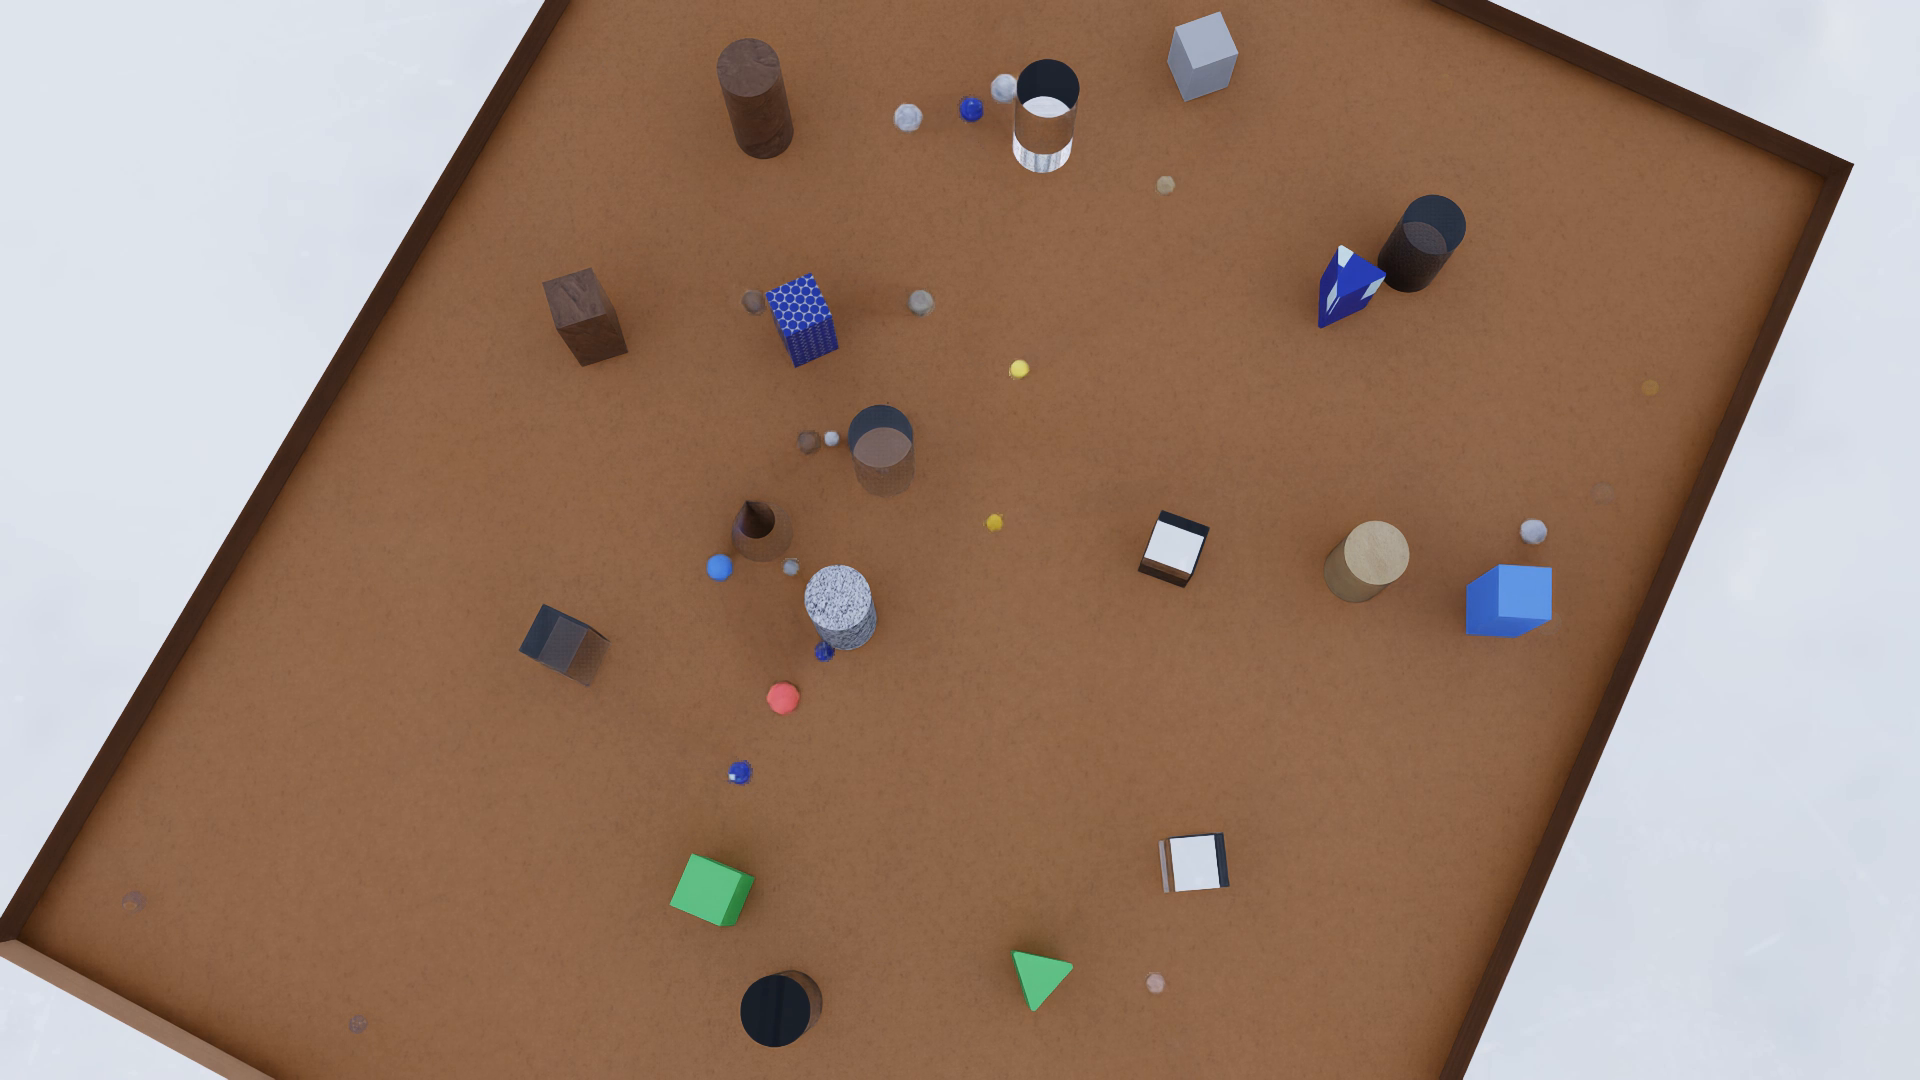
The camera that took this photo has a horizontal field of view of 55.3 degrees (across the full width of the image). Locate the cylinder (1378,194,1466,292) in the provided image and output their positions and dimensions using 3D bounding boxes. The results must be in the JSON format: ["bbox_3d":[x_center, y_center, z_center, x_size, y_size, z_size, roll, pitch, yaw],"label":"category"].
[{"bbox_3d":[1.415,-0.906,5.630,0.189,0.341,0.189,0,78,0],"label":"cylinder"}]

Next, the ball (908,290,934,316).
[{"bbox_3d":[-0.124,-0.742,5.729,0.080,0.080,0.080,0,78,0],"label":"ball"}]

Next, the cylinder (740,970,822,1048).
[{"bbox_3d":[-0.494,1.305,5.119,0.189,0.445,0.189,0,78,0],"label":"cylinder"}]

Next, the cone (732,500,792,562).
[{"bbox_3d":[-0.606,-0.069,5.408,0.189,0.436,0.189,0,78,0],"label":"cone"}]

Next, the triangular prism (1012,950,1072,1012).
[{"bbox_3d":[0.202,1.214,5.187,0.141,0.350,0.163,42,81,8],"label":"triangular prism"}]

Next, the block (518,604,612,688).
[{"bbox_3d":[-1.155,0.313,5.380,0.151,0.336,0.151,25,79,5],"label":"block"}]

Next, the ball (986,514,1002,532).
[{"bbox_3d":[0.105,-0.052,5.600,0.052,0.052,0.052,0,78,0],"label":"ball"}]

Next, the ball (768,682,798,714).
[{"bbox_3d":[-0.528,0.472,5.471,0.094,0.094,0.094,0,78,0],"label":"ball"}]

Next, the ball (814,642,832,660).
[{"bbox_3d":[-0.409,0.333,5.492,0.054,0.054,0.054,0,78,0],"label":"ball"}]

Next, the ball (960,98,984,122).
[{"bbox_3d":[0.038,-1.371,5.838,0.077,0.077,0.077,0,78,0],"label":"ball"}]

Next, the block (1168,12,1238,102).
[{"bbox_3d":[0.768,-1.531,5.814,0.151,0.234,0.151,-20,79,-4],"label":"block"}]

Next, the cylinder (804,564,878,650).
[{"bbox_3d":[-0.346,0.202,5.376,0.189,0.388,0.189,0,78,0],"label":"cylinder"}]

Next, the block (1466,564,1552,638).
[{"bbox_3d":[1.615,0.183,5.404,0.151,0.342,0.151,4,78,1],"label":"block"}]

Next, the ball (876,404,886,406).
[{"bbox_3d":[-0.243,-0.384,5.658,0.074,0.074,0.074,0,78,0],"label":"ball"}]

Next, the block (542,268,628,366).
[{"bbox_3d":[-1.134,-0.672,5.564,0.151,0.376,0.151,-18,79,-4],"label":"block"}]

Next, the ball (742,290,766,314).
[{"bbox_3d":[-0.645,-0.745,5.732,0.075,0.075,0.075,0,78,0],"label":"ball"}]

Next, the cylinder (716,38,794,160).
[{"bbox_3d":[-0.629,-1.358,5.666,0.189,0.453,0.189,0,78,0],"label":"cylinder"}]

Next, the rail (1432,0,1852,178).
[{"bbox_3d":[1.028,-2.007,5.968,3.940,0.122,0.045,26,80,5],"label":"rail"}]

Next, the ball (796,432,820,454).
[{"bbox_3d":[-0.468,-0.300,5.643,0.069,0.069,0.069,0,78,0],"label":"ball"}]

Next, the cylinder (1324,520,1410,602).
[{"bbox_3d":[1.204,0.068,5.445,0.189,0.308,0.189,0,78,0],"label":"cylinder"}]

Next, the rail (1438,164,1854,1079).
[{"bbox_3d":[1.741,0.859,5.375,0.045,0.122,4.645,26,80,5],"label":"rail"}]

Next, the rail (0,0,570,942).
[{"bbox_3d":[-1.741,-0.846,5.728,0.045,0.122,4.645,26,80,5],"label":"rail"}]

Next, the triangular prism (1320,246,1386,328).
[{"bbox_3d":[1.172,-0.792,5.632,0.163,0.291,0.141,-25,79,-5],"label":"triangular prism"}]

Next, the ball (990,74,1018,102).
[{"bbox_3d":[0.143,-1.446,5.870,0.089,0.089,0.089,0,78,0],"label":"ball"}]

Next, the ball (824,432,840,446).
[{"bbox_3d":[-0.395,-0.312,5.657,0.047,0.047,0.047,0,78,0],"label":"ball"}]

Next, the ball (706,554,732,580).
[{"bbox_3d":[-0.729,0.082,5.559,0.079,0.079,0.079,0,78,0],"label":"ball"}]

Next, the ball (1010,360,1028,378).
[{"bbox_3d":[0.185,-0.532,5.697,0.057,0.057,0.057,0,78,0],"label":"ball"}]

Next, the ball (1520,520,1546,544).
[{"bbox_3d":[1.746,-0.024,5.582,0.078,0.078,0.078,0,78,0],"label":"ball"}]

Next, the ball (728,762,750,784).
[{"bbox_3d":[-0.655,0.691,5.439,0.067,0.067,0.067,0,78,0],"label":"ball"}]

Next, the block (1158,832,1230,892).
[{"bbox_3d":[0.670,0.930,5.269,0.151,0.303,0.151,-5,78,-1],"label":"block"}]

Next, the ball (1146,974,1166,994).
[{"bbox_3d":[0.568,1.288,5.321,0.056,0.056,0.056,0,78,0],"label":"ball"}]

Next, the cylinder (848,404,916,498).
[{"bbox_3d":[-0.230,-0.262,5.479,0.189,0.376,0.189,0,78,0],"label":"cylinder"}]

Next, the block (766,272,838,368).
[{"bbox_3d":[-0.480,-0.667,5.595,0.151,0.313,0.151,-25,79,-5],"label":"block"}]

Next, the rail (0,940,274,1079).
[{"bbox_3d":[-1.028,2.020,5.135,3.940,0.122,0.045,26,80,5],"label":"rail"}]

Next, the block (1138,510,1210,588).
[{"bbox_3d":[0.639,0.029,5.495,0.151,0.227,0.151,20,79,4],"label":"block"}]

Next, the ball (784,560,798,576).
[{"bbox_3d":[-0.514,0.085,5.575,0.048,0.048,0.048,0,78,0],"label":"ball"}]

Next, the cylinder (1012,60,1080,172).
[{"bbox_3d":[0.263,-1.308,5.676,0.189,0.413,0.189,0,78,0],"label":"cylinder"}]

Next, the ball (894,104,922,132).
[{"bbox_3d":[-0.165,-1.349,5.850,0.088,0.088,0.088,0,78,0],"label":"ball"}]

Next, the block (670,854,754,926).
[{"bbox_3d":[-0.703,1.001,5.233,0.151,0.345,0.151,22,79,4],"label":"block"}]

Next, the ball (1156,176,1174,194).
[{"bbox_3d":[0.653,-1.127,5.820,0.058,0.058,0.058,0,78,0],"label":"ball"}]
